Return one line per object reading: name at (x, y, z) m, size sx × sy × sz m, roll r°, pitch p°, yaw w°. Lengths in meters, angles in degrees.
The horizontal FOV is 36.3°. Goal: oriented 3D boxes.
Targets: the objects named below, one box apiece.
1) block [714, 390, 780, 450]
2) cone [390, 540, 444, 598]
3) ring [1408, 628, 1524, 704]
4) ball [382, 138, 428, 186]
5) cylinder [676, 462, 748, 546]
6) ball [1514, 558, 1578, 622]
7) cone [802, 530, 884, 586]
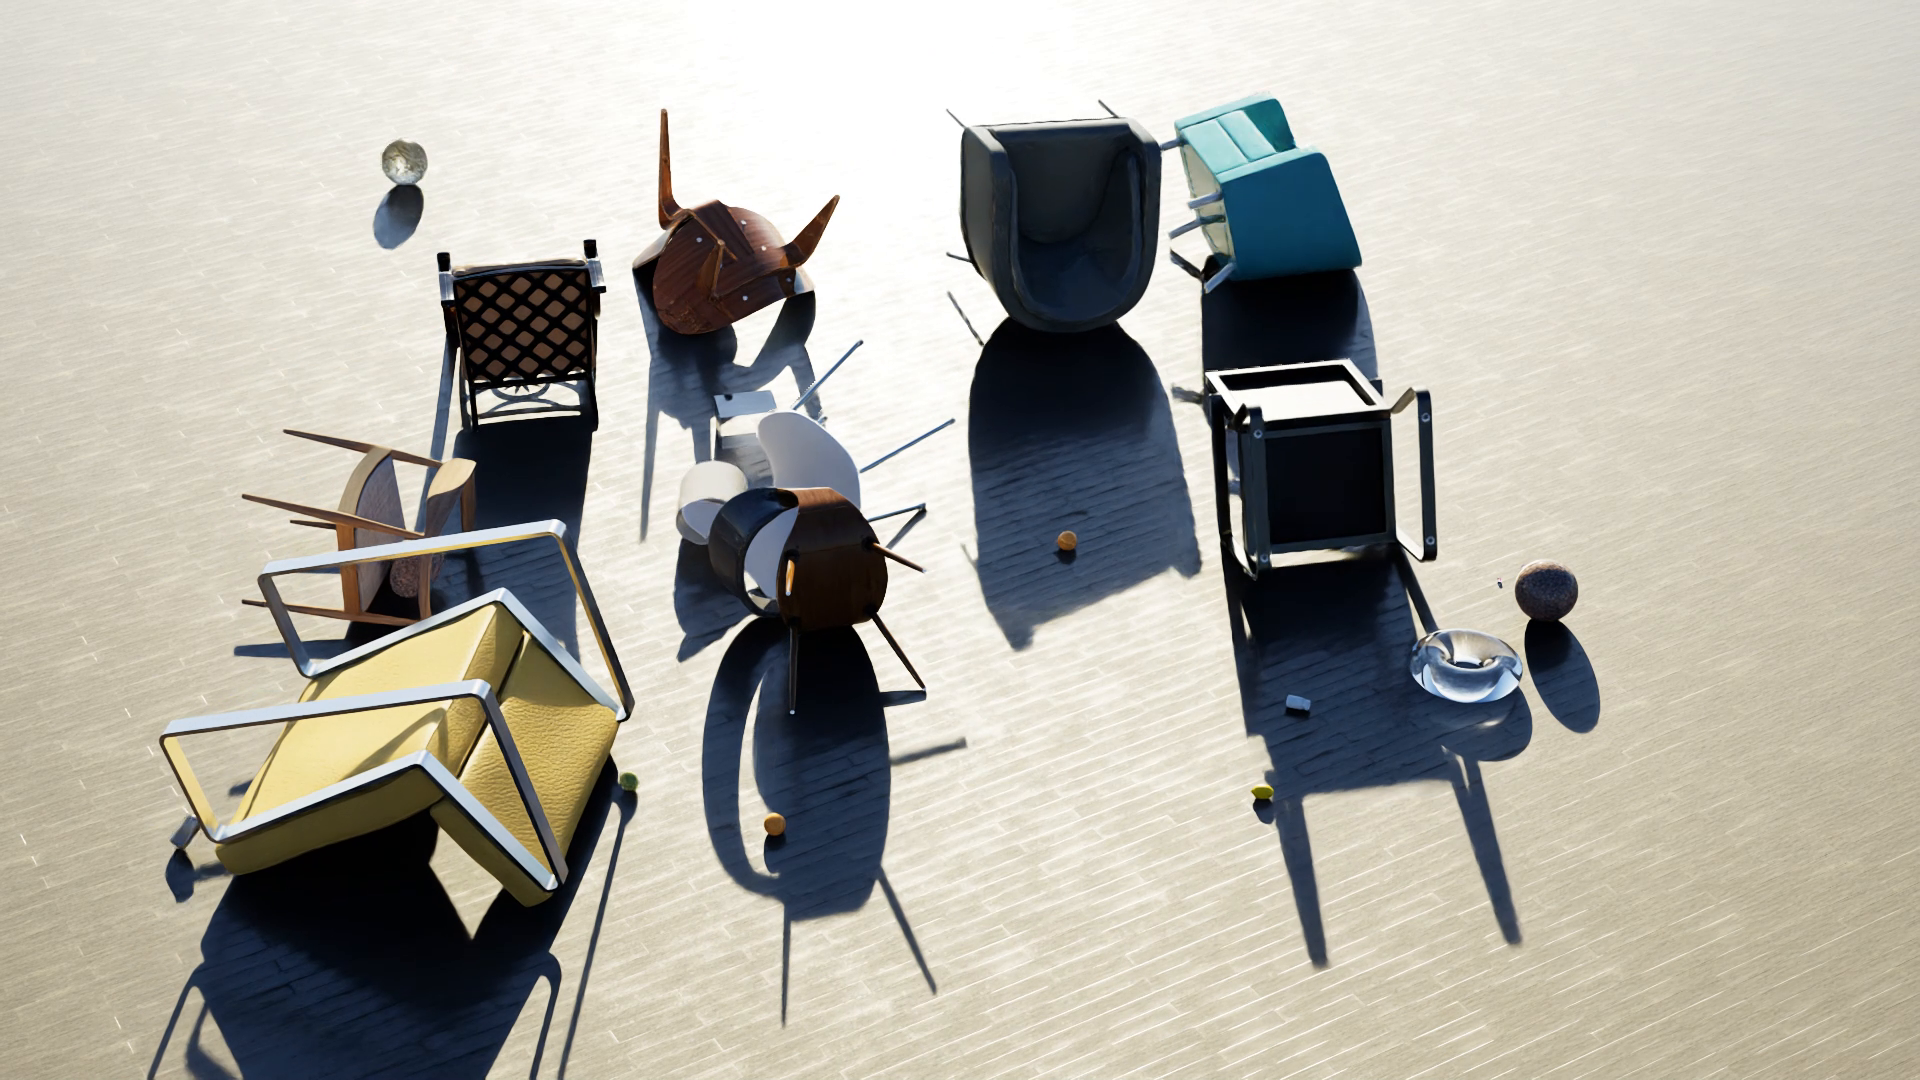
block at (-0.838, -0.476, 11.536) m, size 0.229 × 0.143 × 0.174 m, roll -7°, pitch 34°, yaw -10°
cone at (-2.030, 0.094, 10.724) m, size 0.242 × 0.172 × 0.223 m, roll -49°, pitch 28°, yaw -20°
ring at (1.755, 0.436, 10.183) m, size 0.397 × 0.113 × 0.370 m, roll 14°, pitch 35°, yaw 21°
ball at (-2.530, -1.723, 13.366) m, size 0.213 × 0.213 × 0.213 m, roll 0°, pitch 33°, yaw 0°
cylinder at (-0.927, -0.138, 10.961) m, size 0.255 × 0.211 × 0.253 m, roll -7°, pitch 33°, yaw 4°
ball at (2.093, 0.180, 10.465) m, size 0.227 × 0.227 × 0.227 m, roll 0°, pitch 33°, yaw 0°
cone at (-0.408, 0.102, 10.735) m, size 0.277 × 0.123 × 0.297 m, roll 16°, pitch 38°, yaw 1°
